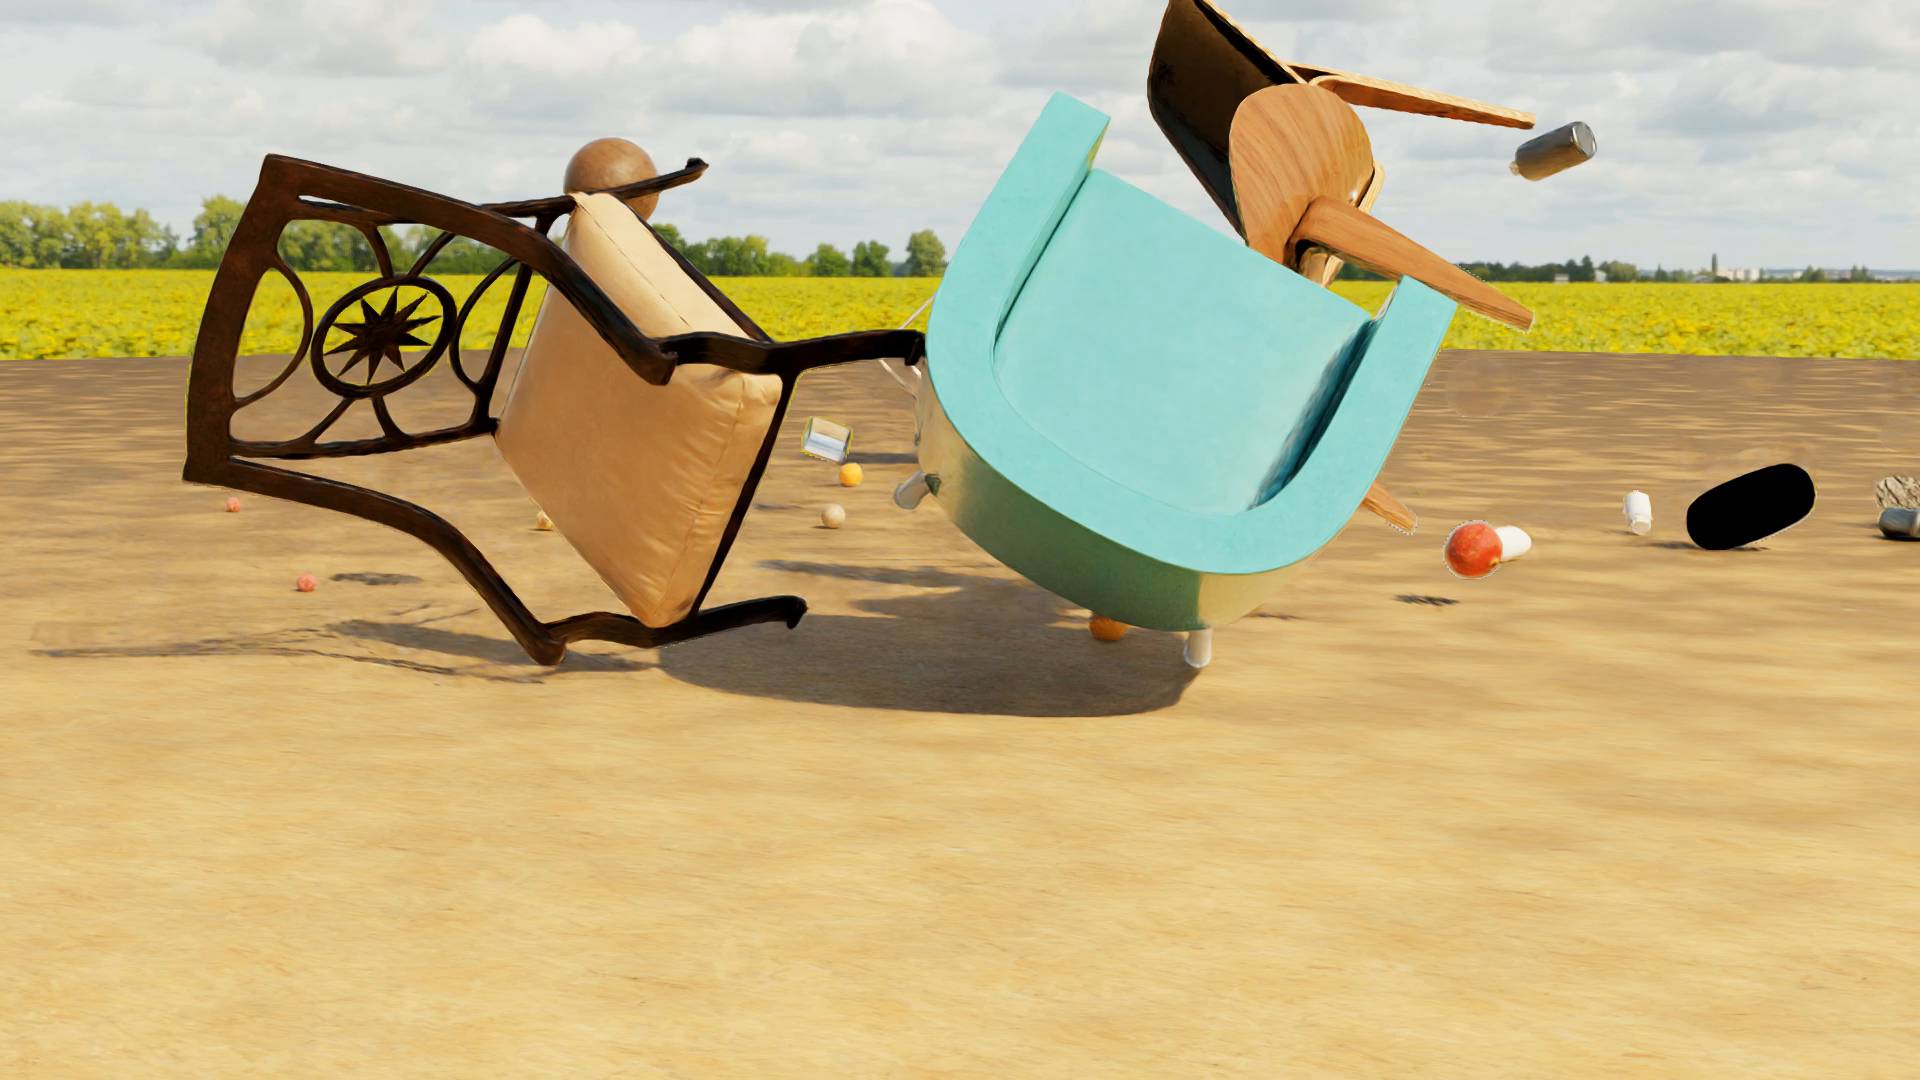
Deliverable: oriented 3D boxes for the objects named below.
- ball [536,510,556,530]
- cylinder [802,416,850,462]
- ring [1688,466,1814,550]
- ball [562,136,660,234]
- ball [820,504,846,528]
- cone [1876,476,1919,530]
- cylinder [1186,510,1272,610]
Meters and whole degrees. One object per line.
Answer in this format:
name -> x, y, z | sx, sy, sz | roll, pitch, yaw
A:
ball -> -1.074, -0.051, 6.650 | 0.053, 0.053, 0.053 | 0, 6, 0
cylinder -> -0.372, -0.281, 7.145 | 0.110, 0.089, 0.134 | 19, 22, -10
ring -> 1.897, -0.078, 6.160 | 0.310, 0.134, 0.139 | -23, 12, 11
ball -> -0.662, -0.673, 4.876 | 0.185, 0.185, 0.185 | 0, 6, 0
ball -> -0.331, -0.063, 6.700 | 0.065, 0.065, 0.065 | 0, 6, 0
cone -> 2.472, -0.067, 6.731 | 0.178, 0.097, 0.185 | -18, 56, -21
cylinder -> 0.540, 0.040, 5.157 | 0.160, 0.183, 0.220 | 27, 7, 1
